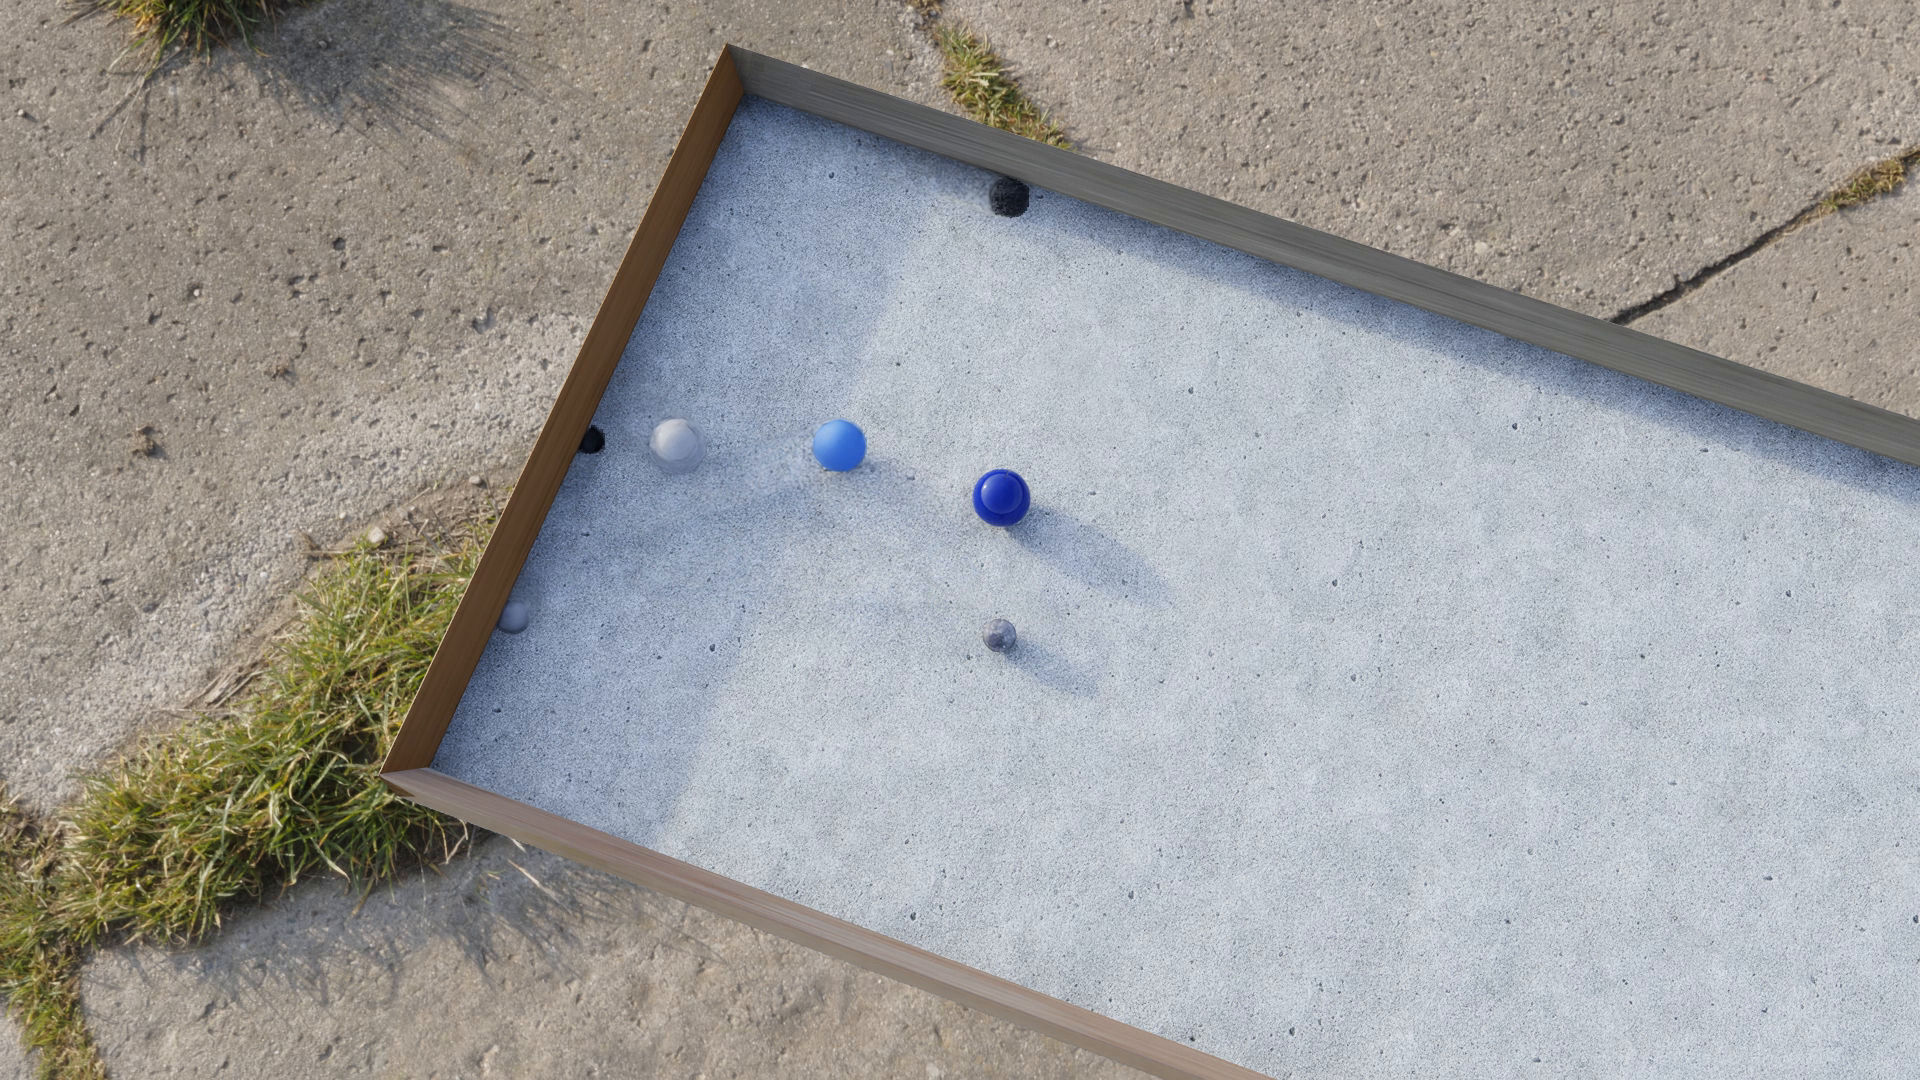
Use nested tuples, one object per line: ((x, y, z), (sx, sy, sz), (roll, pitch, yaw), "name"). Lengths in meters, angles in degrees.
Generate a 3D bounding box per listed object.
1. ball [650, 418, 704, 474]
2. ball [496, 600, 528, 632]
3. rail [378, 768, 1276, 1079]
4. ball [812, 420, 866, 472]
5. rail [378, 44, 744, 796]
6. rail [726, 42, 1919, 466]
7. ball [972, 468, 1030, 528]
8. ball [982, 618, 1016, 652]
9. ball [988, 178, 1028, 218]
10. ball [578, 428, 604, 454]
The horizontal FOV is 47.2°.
((-0.453, -0.151, 3.515), (0.088, 0.088, 0.088), (0, 69, 0), "ball")
((-0.699, 0.119, 3.431), (0.050, 0.050, 0.050), (0, 69, 0), "ball")
((0.402, 0.775, 3.139), (2.668, 0.121, 0.045), (19, 70, 7), "rail")
((-0.193, -0.151, 3.517), (0.084, 0.084, 0.084), (0, 69, 0), "ball")
((-0.604, -0.216, 3.522), (0.045, 0.121, 1.352), (19, 70, 7), "rail")
((0.851, -0.367, 3.580), (2.668, 0.121, 0.045), (19, 70, 7), "rail")
((0.066, -0.067, 3.480), (0.093, 0.093, 0.093), (0, 69, 0), "ball")
((0.061, 0.148, 3.418), (0.053, 0.053, 0.053), (0, 69, 0), "ball")
((0.081, -0.575, 3.691), (0.066, 0.066, 0.066), (0, 69, 0), "ball")
((-0.596, -0.160, 3.542), (0.044, 0.044, 0.044), (0, 69, 0), "ball")
